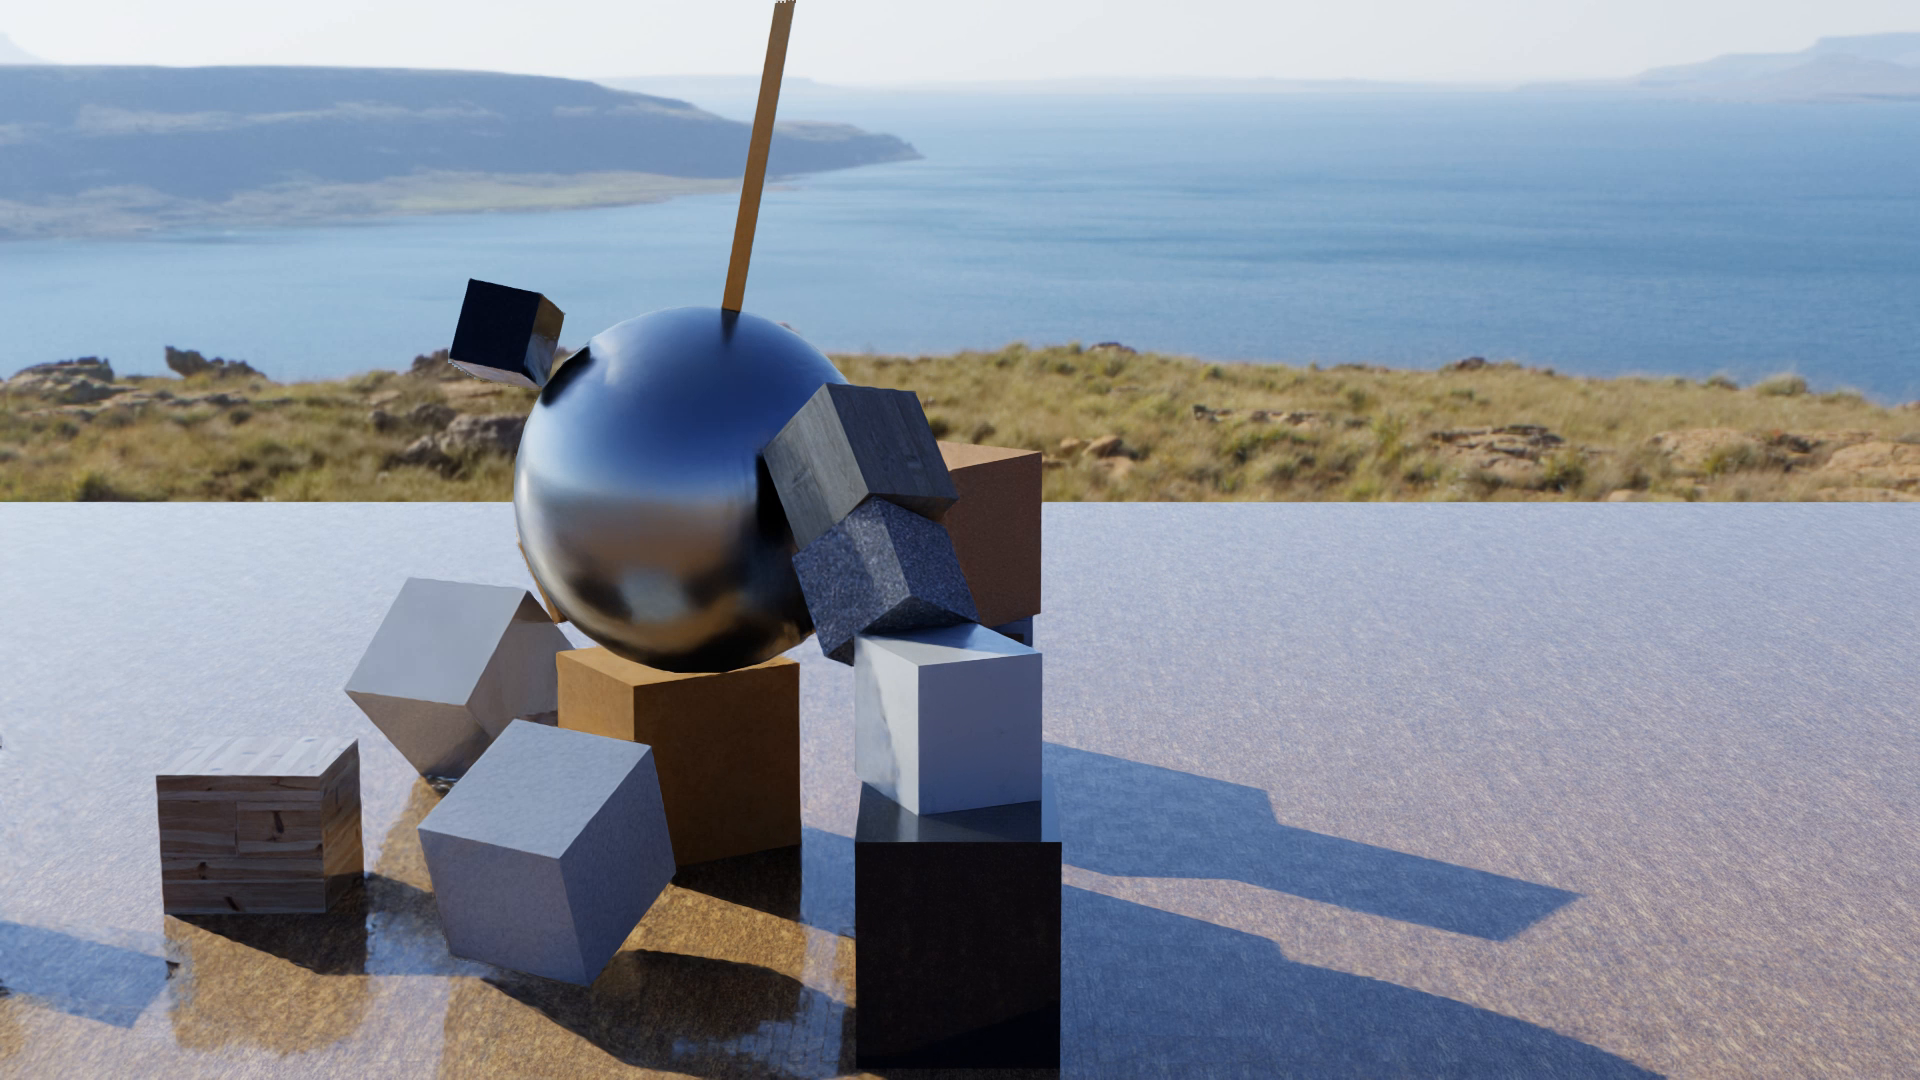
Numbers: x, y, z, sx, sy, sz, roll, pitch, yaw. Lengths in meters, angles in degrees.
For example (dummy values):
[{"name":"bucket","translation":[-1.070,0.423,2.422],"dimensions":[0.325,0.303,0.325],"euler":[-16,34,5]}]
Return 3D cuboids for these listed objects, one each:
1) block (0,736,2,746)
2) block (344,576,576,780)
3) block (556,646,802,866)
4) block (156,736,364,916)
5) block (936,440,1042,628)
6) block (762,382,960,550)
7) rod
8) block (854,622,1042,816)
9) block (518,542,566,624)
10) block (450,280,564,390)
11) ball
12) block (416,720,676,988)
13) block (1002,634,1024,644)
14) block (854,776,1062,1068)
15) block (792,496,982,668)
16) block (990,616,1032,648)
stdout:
[{"name":"block","translation":[-4.508,1.115,10.811],"dimensions":[0.599,0.633,0.574],"euler":[-8,-17,28]},{"name":"block","translation":[-2.421,0.713,12.751],"dimensions":[0.762,0.751,0.692],"euler":[5,55,29]},{"name":"block","translation":[-1.304,0.961,11.886],"dimensions":[0.837,0.857,0.803],"euler":[-7,12,-33]},{"name":"block","translation":[-3.017,1.229,11.110],"dimensions":[0.690,0.607,0.630],"euler":[0,10,2]},{"name":"block","translation":[-0.102,-0.015,12.796],"dimensions":[0.677,0.826,0.798],"euler":[8,13,37]},{"name":"block","translation":[-0.402,-0.262,10.276],"dimensions":[0.470,0.522,0.473],"euler":[3,-35,-42]},{"name":"rod","translation":[-0.490,-3.504,10.543],"dimensions":[0.080,5.200,0.080],"euler":[11,10,-2]},{"name":"block","translation":[-0.049,0.662,9.654],"dimensions":[0.503,0.560,0.592],"euler":[-5,11,-25]},{"name":"block","translation":[-1.853,0.114,12.598],"dimensions":[0.463,0.441,0.420],"euler":[-25,4,-14]},{"name":"block","translation":[-1.953,-0.883,11.087],"dimensions":[0.324,0.353,0.385],"euler":[12,-6,8]},{"name":"ball","translation":[-1.130,-0.218,11.141],"dimensions":[1.600,1.600,1.600],"euler":[0,10,0]},{"name":"block","translation":[-1.626,1.234,10.195],"dimensions":[0.639,0.653,0.719],"euler":[9,36,22]},{"name":"block","translation":[-0.035,0.894,12.530],"dimensions":[0.646,0.757,0.678],"euler":[1,10,5]},{"name":"block","translation":[-0.008,1.400,9.514],"dimensions":[0.728,0.842,0.848],"euler":[0,10,0]},{"name":"block","translation":[-0.289,0.199,10.041],"dimensions":[0.450,0.472,0.457],"euler":[-36,-34,23]},{"name":"block","translation":[-0.005,0.732,13.269],"dimensions":[0.761,0.812,0.797],"euler":[0,10,2]}]
